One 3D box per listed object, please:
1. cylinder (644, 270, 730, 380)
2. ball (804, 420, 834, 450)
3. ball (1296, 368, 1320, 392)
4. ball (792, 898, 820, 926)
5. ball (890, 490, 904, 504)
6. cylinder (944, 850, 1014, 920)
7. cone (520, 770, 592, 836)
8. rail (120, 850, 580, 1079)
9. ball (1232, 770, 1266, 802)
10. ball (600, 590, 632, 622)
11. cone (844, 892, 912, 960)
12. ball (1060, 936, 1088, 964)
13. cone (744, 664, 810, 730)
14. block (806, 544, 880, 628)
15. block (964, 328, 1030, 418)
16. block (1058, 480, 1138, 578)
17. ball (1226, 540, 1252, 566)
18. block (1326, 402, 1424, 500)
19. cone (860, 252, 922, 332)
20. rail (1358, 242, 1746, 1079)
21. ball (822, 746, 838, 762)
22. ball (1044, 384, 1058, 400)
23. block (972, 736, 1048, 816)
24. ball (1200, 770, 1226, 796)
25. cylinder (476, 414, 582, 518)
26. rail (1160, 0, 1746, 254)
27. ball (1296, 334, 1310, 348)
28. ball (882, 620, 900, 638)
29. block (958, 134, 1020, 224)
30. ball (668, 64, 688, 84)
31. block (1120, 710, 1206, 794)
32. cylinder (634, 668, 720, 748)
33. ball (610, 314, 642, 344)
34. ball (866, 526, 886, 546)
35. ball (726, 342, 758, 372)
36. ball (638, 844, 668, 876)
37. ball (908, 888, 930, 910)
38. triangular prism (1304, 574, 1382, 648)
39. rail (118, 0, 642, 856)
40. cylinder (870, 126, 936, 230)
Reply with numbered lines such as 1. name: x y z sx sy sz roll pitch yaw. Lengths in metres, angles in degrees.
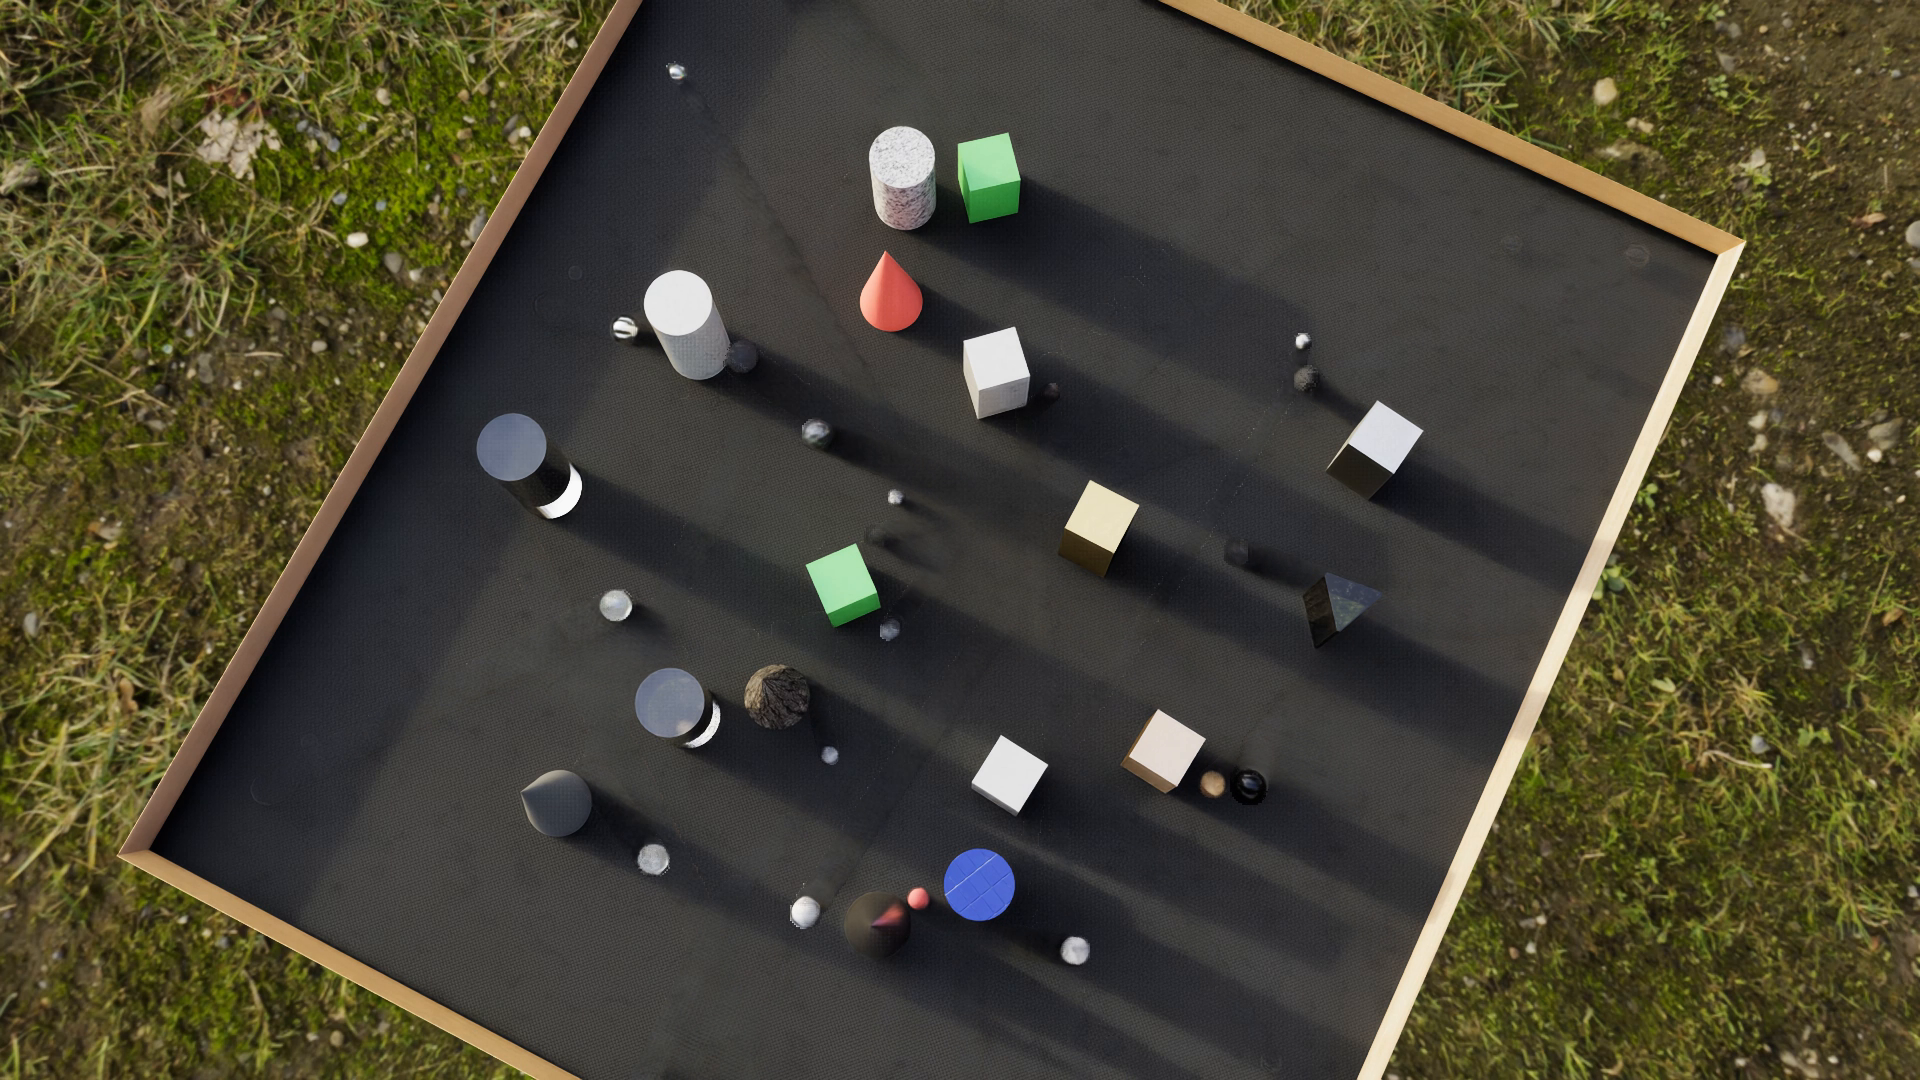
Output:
1. cylinder: -0.816 -0.641 5.523 0.197 0.444 0.197 0 78 0
2. ball: -0.436 -0.326 5.637 0.092 0.092 0.092 0 78 0
3. ball: 1.077 -0.497 5.681 0.076 0.076 0.076 0 78 0
4. ball: -0.450 1.085 5.350 0.083 0.083 0.083 0 78 0
5. ball: -0.195 -0.131 5.622 0.043 0.043 0.043 0 78 0
6. cylinder: 0.054 0.990 5.245 0.197 0.326 0.197 0 78 0
7. cone: -1.194 0.734 5.216 0.197 0.487 0.197 0 78 0
8. rail: -0.852 1.676 5.203 3.521 0.128 0.045 26 80 5
9. ball: 0.855 0.727 5.416 0.099 0.099 0.099 0 78 0
10. ball: -1.038 0.198 5.527 0.095 0.095 0.095 0 78 0
11. cone: -0.242 1.090 5.182 0.197 0.409 0.197 0 78 0
12. ball: 0.333 1.194 5.328 0.081 0.081 0.081 0 78 0
13. cone: -0.551 0.430 5.312 0.197 0.422 0.197 0 78 0
14. block: -0.344 0.139 5.451 0.158 0.267 0.158 -23 79 -5
15. block: 0.109 -0.503 5.559 0.158 0.317 0.158 -16 79 -3
16. block: 0.405 -0.027 5.421 0.158 0.393 0.158 28 80 5
17. ball: 0.846 0.037 5.568 0.079 0.079 0.079 0 78 0
18. block: 1.237 -0.264 5.494 0.158 0.346 0.158 35 80 7
19. cone: -0.216 -0.797 5.553 0.197 0.448 0.197 0 78 0
20. rail: 1.553 0.767 5.391 0.045 0.128 3.860 26 80 5
21. ball: -0.389 0.638 5.459 0.050 0.050 0.050 0 78 0
22. ball: 0.282 -0.458 5.688 0.047 0.047 0.047 0 78 0
23. block: 0.142 0.691 5.343 0.158 0.256 0.158 32 80 6
24. ball: 0.749 0.721 5.429 0.076 0.076 0.076 0 78 0
25. cylinder: -1.265 -0.213 5.409 0.197 0.492 0.197 0 78 0
26. rail: 0.852 -1.663 5.894 3.521 0.128 0.045 26 80 5
27. ball: 1.069 -0.619 5.722 0.044 0.044 0.044 0 78 0
28. ball: -0.209 0.268 5.532 0.057 0.057 0.057 0 78 0
29. block: 0.089 -1.126 5.714 0.158 0.265 0.158 -13 79 -3
30. ball: -0.910 -1.500 5.894 0.064 0.064 0.064 0 78 0
31. block: 0.587 0.618 5.333 0.158 0.304 0.158 32 80 6
32. cylinder: -0.819 0.493 5.338 0.197 0.346 0.197 0 78 0
33. ball: -1.040 -0.655 5.704 0.093 0.093 0.093 0 78 0
34. ball: -0.257 -0.012 5.589 0.059 0.059 0.059 0 78 0
35. ball: -0.674 -0.566 5.673 0.098 0.098 0.098 0 78 0
36. ball: -0.899 0.938 5.377 0.089 0.089 0.089 0 78 0
37. ball: -0.120 1.053 5.367 0.063 0.063 0.063 0 78 0
38. triangular prism: 1.095 0.186 5.404 0.171 0.341 0.148 -39 81 -7
39. rail: -1.553 -0.754 5.706 0.045 0.128 3.860 26 80 5
40. cylinder: -0.174 -1.115 5.672 0.197 0.343 0.197 0 78 0
